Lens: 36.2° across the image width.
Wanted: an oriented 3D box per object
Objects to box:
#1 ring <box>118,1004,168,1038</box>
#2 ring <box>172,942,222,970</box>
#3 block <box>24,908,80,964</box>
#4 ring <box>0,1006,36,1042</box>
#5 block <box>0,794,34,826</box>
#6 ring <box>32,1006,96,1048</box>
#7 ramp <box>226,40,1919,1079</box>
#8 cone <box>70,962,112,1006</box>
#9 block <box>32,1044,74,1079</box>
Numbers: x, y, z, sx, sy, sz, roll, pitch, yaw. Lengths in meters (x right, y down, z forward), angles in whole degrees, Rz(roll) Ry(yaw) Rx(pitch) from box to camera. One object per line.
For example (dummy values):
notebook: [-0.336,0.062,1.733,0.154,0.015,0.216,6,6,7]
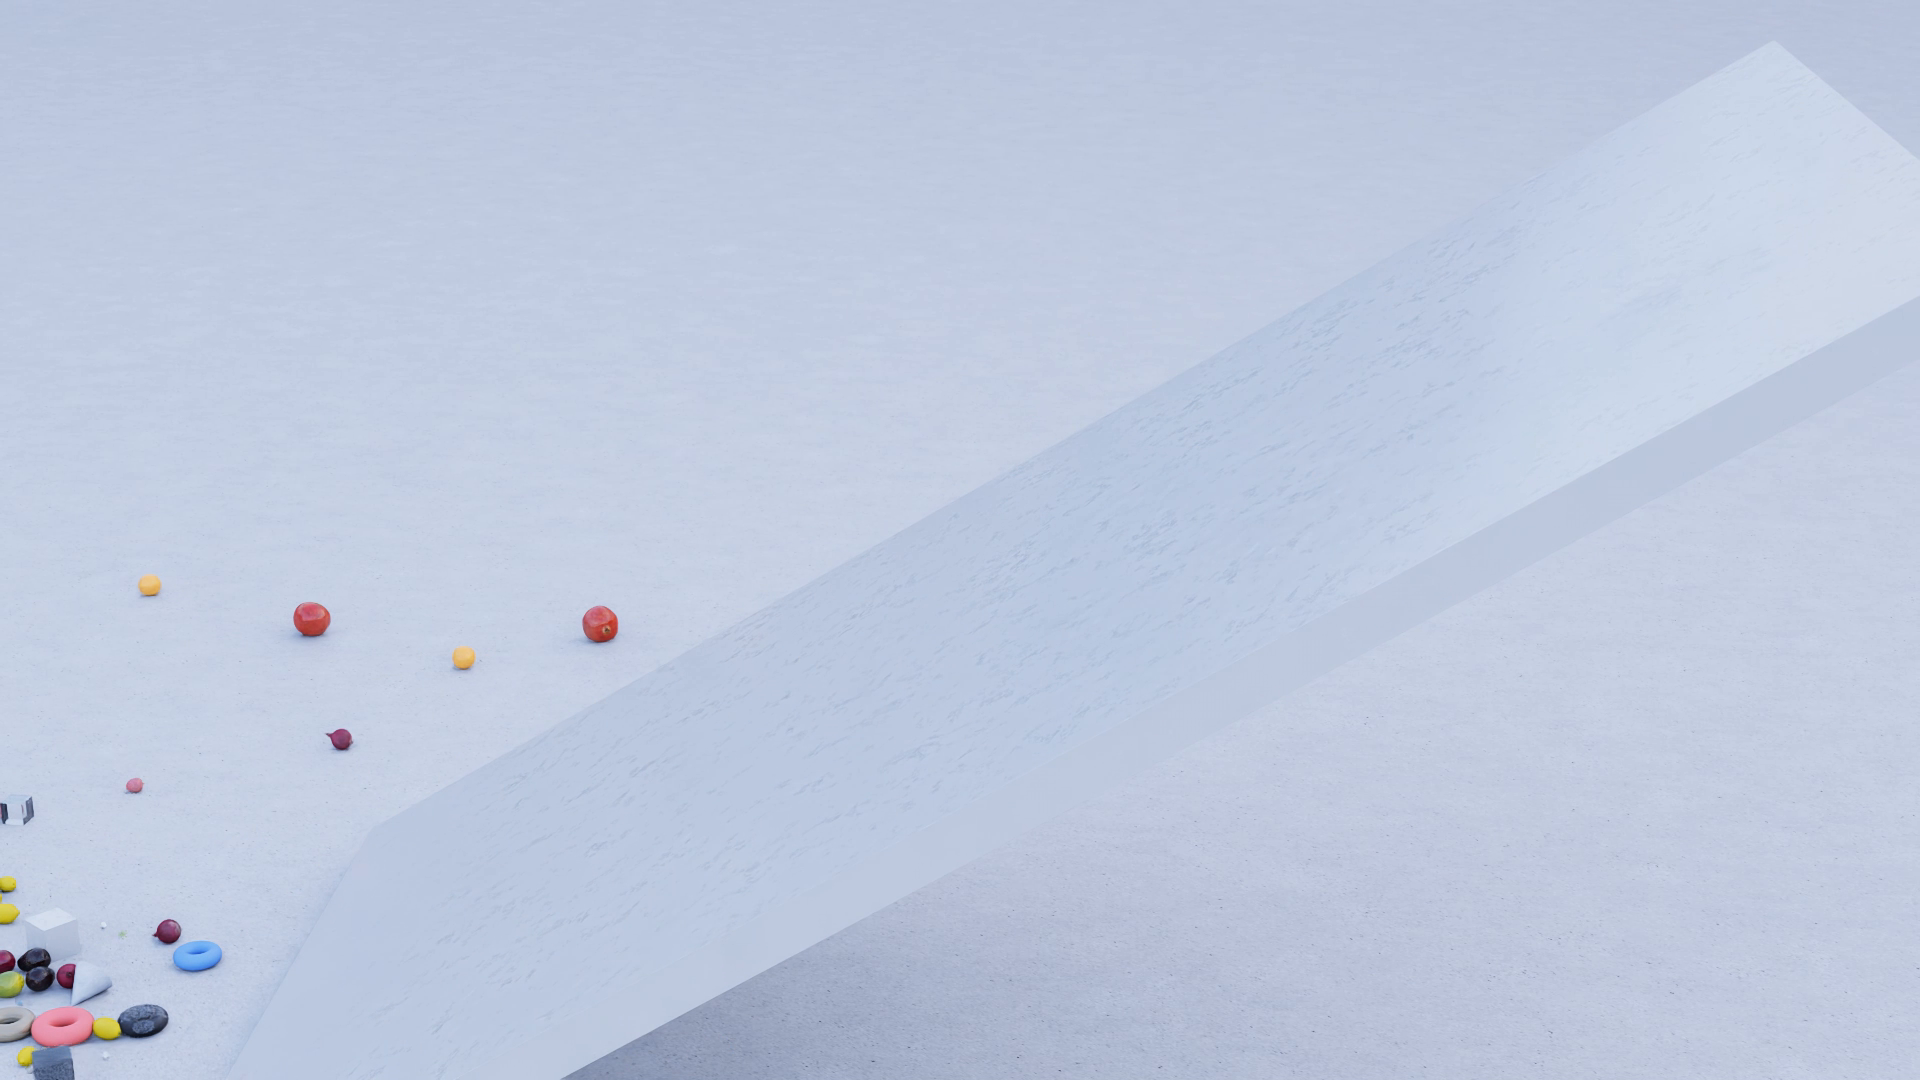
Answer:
ring: [-1.893,1.114,6.815,0.116,0.039,0.116,0,20,0]
ring: [-1.847,1.006,7.123,0.116,0.039,0.116,0,18,0]
block: [-2.211,0.964,7.165,0.090,0.090,0.090,17,25,40]
ring: [-2.198,1.119,6.797,0.123,0.041,0.123,0,20,0]
block: [-2.531,0.724,7.898,0.061,0.061,0.061,4,20,10]
ring: [-2.066,1.123,6.778,0.143,0.048,0.143,1,20,0]
ramp: [0.141,0.169,6.288,4.000,0.100,2.000,-29,15,13]
cone: [-2.072,1.065,6.945,0.100,0.100,0.100,9,48,24]
block: [-2.016,1.186,6.543,0.082,0.082,0.082,-7,21,-20]
